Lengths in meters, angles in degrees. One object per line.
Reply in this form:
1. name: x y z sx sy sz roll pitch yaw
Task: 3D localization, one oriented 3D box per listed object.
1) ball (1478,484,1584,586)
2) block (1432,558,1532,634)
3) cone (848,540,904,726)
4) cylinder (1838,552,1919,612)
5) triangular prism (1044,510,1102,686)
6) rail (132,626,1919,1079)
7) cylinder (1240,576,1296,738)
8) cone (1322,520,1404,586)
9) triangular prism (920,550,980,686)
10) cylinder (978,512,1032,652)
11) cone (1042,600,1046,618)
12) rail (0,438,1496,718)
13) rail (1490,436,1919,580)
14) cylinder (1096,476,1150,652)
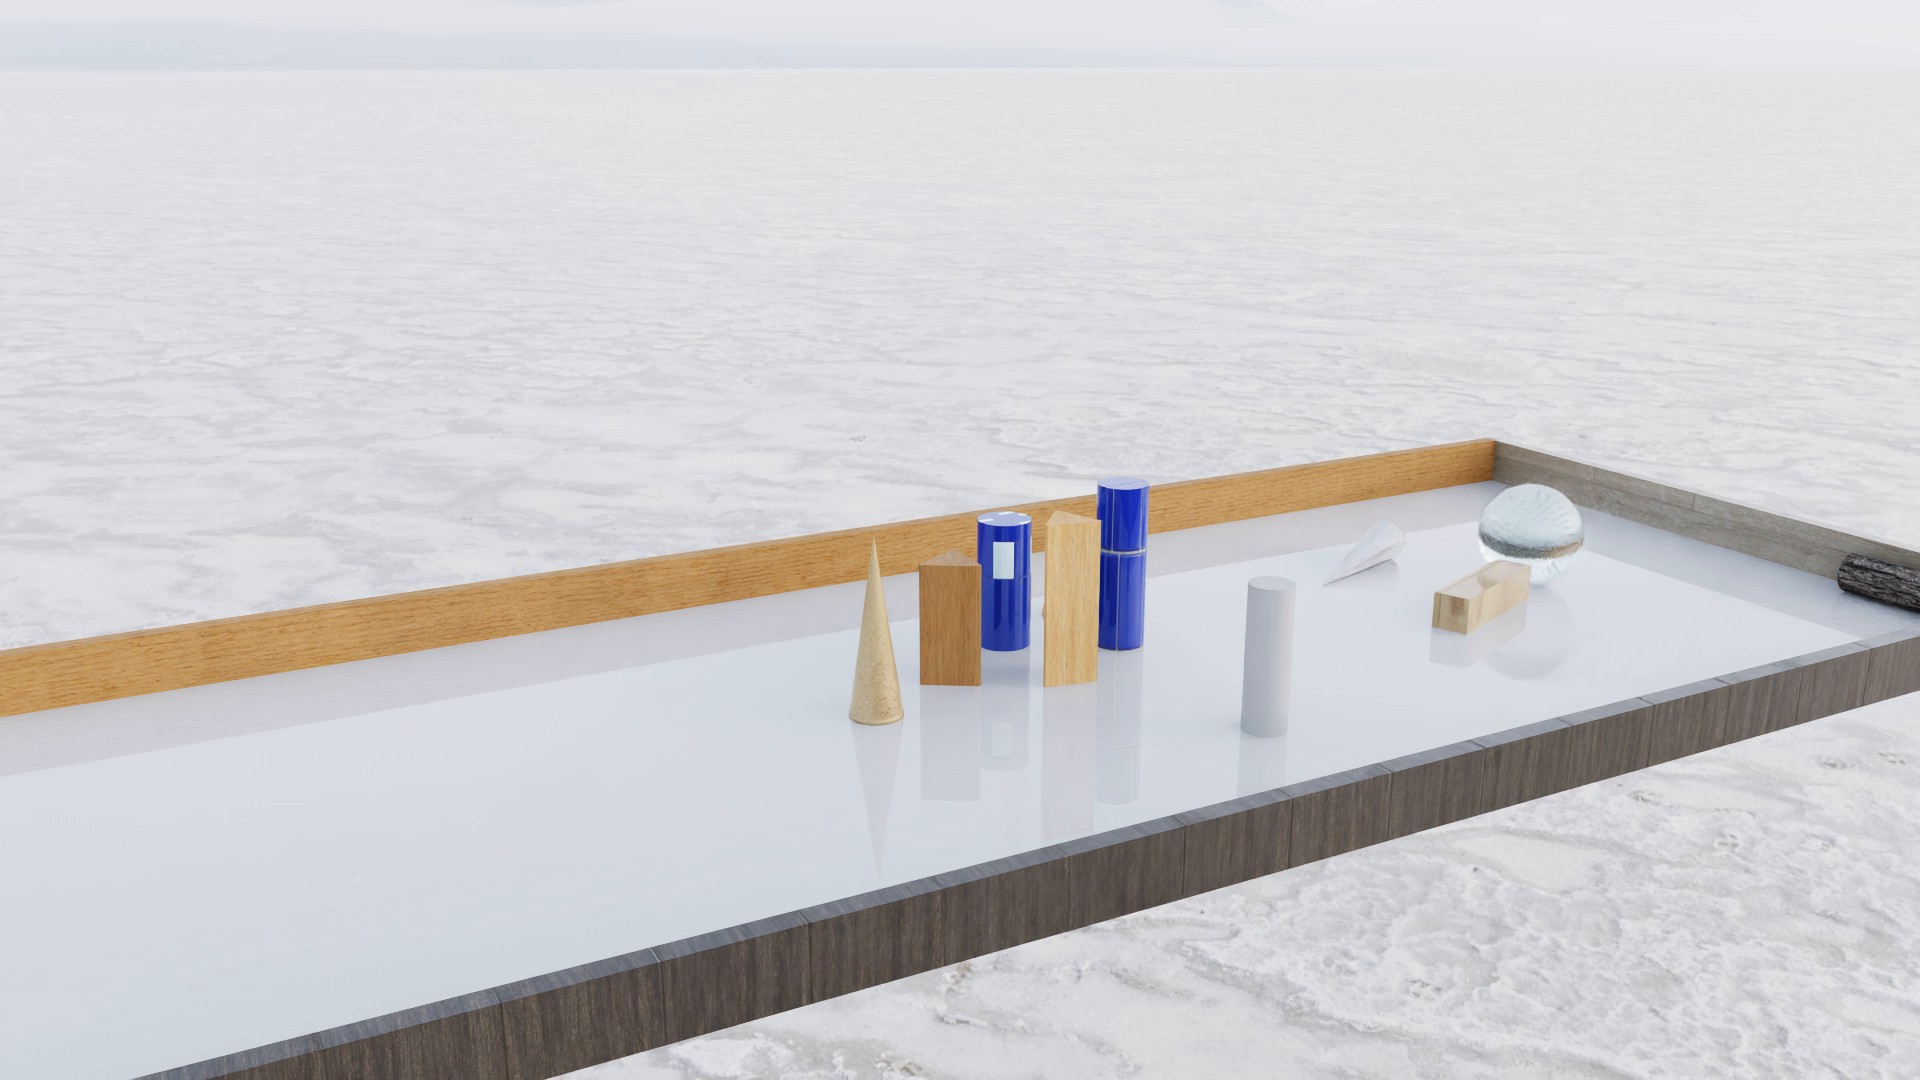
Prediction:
1. ball: 1.687 -0.016 4.878 0.299 0.299 0.299 0 16 0
2. block: 1.472 0.156 4.645 0.101 0.101 0.412 14 21 39
3. cone: -0.199 0.203 3.870 0.133 0.447 0.133 0 16 0
4. cylinder: 2.701 0.141 4.670 0.117 0.117 0.386 -9 18 -27
5. triangular prism: 0.259 0.143 4.125 0.142 0.418 0.123 -5 17 -16
6. rail: -2.336 1.006 1.665 12.000 0.150 0.050 -9 18 -27
7. cylinder: 0.710 0.269 3.805 0.108 0.357 0.108 0 16 0
8. cone: 1.200 0.068 5.018 0.121 0.121 0.403 14 30 39
9. triangular prism: -0.021 0.194 4.139 0.151 0.314 0.131 1 16 3
10. cylinder: 0.117 0.109 4.373 0.143 0.344 0.143 0 16 0
11. cone: 0.297 0.065 4.597 0.136 0.302 0.136 0 16 0
12. rail: -3.305 0.497 3.399 12.000 0.150 0.050 -9 18 -27
13. rail: 2.466 -0.048 5.253 0.050 0.150 2.100 -9 18 -27
14. cylinder: 0.425 0.063 4.355 0.136 0.442 0.136 0 16 0
